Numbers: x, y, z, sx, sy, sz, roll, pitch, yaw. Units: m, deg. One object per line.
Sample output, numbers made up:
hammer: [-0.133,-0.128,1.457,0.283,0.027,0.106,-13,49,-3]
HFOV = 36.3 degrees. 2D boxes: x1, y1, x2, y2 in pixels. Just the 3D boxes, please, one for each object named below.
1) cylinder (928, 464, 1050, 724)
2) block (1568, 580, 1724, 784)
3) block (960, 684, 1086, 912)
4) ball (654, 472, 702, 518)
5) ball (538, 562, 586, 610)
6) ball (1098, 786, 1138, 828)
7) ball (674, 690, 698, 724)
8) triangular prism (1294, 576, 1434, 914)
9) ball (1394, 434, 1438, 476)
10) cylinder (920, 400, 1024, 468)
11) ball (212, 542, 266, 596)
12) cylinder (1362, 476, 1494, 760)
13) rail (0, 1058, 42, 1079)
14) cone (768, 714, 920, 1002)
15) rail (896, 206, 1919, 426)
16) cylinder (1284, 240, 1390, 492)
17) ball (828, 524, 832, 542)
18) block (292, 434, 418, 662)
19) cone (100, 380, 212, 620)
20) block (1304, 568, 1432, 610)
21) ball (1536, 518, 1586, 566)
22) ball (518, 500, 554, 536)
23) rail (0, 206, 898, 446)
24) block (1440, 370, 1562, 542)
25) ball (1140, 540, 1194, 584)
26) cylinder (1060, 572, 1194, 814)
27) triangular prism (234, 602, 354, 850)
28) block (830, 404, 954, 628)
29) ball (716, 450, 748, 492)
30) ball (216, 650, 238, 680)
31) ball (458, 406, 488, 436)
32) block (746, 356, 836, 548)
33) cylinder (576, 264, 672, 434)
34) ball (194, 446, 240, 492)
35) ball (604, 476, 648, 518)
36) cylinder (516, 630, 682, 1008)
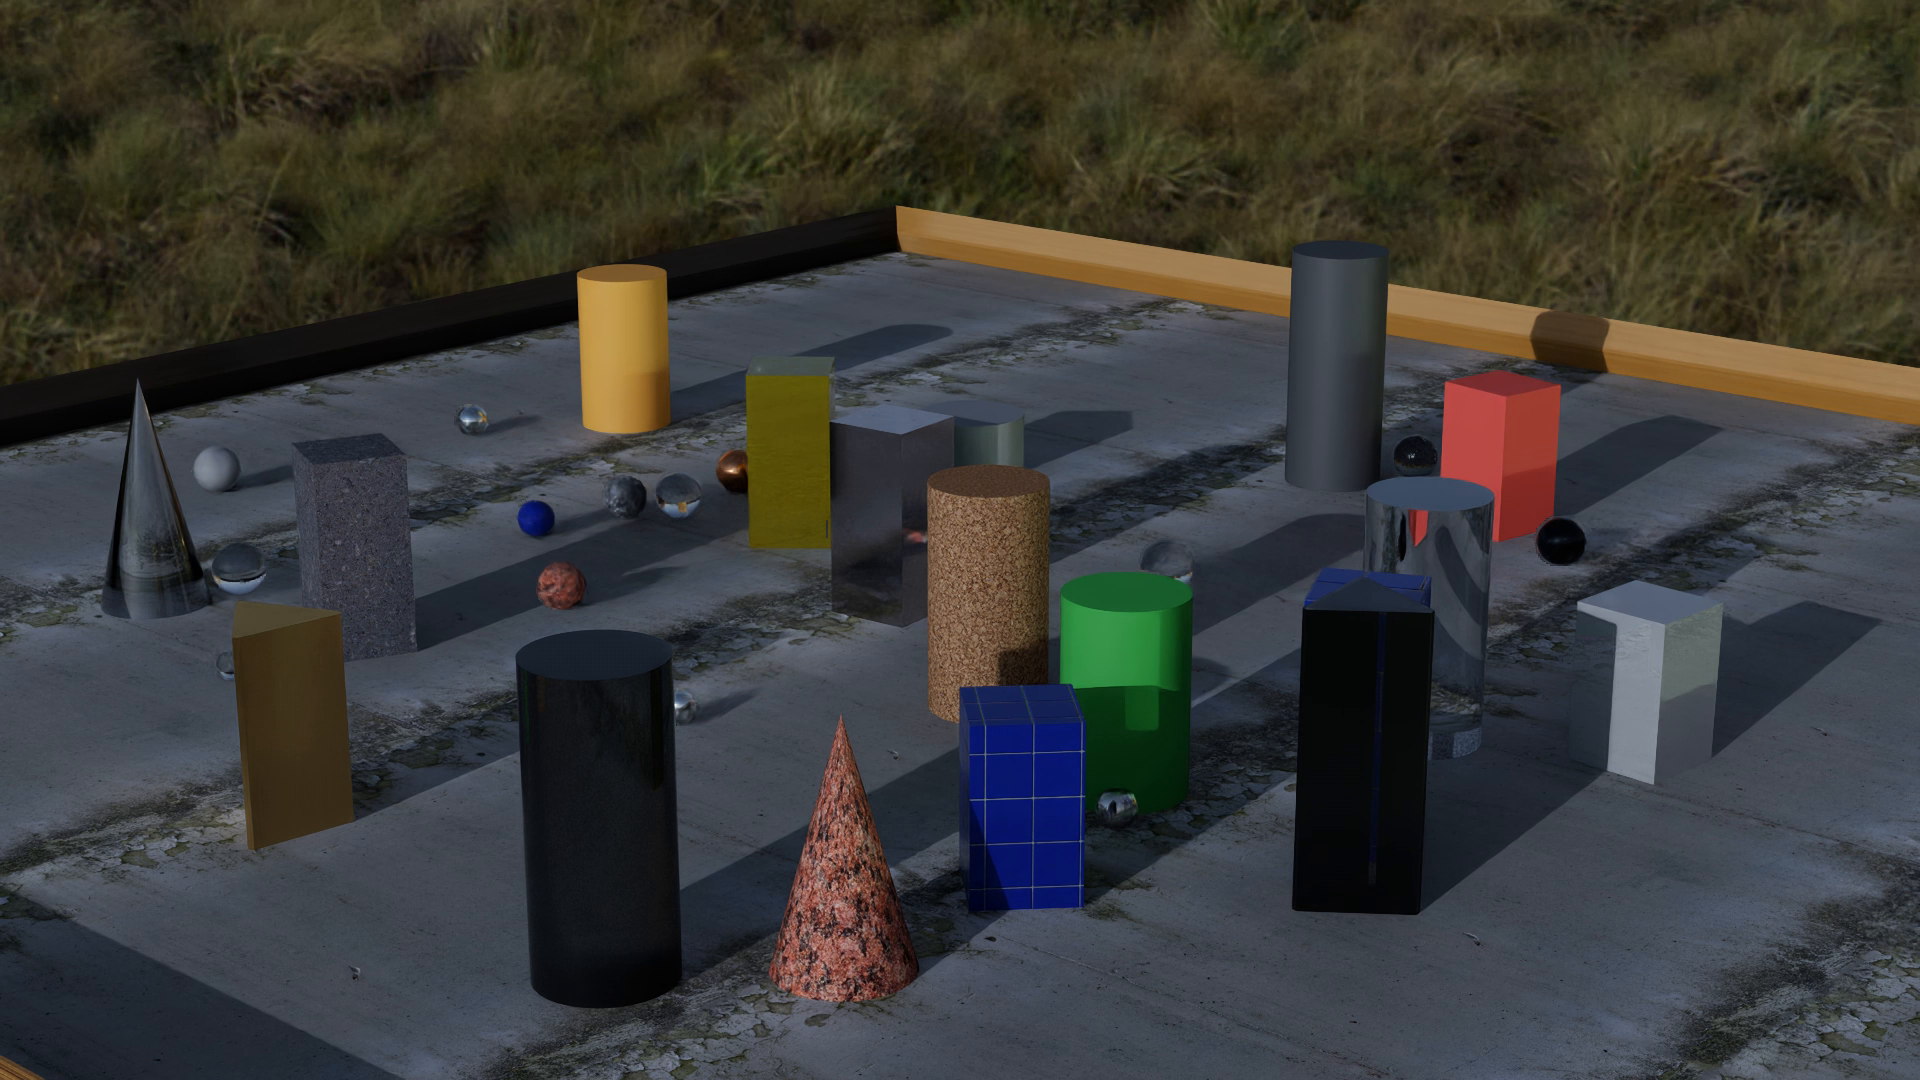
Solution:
cylinder: [0.044,0.084,4.531,0.188,0.364,0.188,0,17,0]
block: [1.010,0.208,4.326,0.150,0.245,0.150,-15,23,-41]
block: [0.081,0.338,3.872,0.150,0.257,0.150,-1,17,-5]
ball: [-0.535,-0.085,5.566,0.088,0.088,0.088,0,17,0]
ball: [-0.684,0.078,5.036,0.083,0.083,0.083,0,17,0]
ball: [0.220,0.374,4.100,0.058,0.058,0.058,0,17,0]
ball: [-0.428,0.257,4.496,0.052,0.052,0.052,0,17,0]
triangular prism: [0.522,0.267,3.837,0.163,0.415,0.141,1,17,4]
ball: [0.907,-0.165,5.828,0.089,0.089,0.089,0,17,0]
cylinder: [0.019,-0.083,5.206,0.188,0.293,0.188,0,17,0]
ball: [-1.256,0.050,5.110,0.092,0.092,0.092,0,17,0]
cylinder: [0.695,0.116,4.388,0.188,0.386,0.188,0,17,0]
rail: [-1.433,0.508,3.541,4.302,0.122,0.045,14,22,39]
cone: [-0.145,0.373,3.615,0.188,0.339,0.188,0,17,0]
rail: [1.433,-0.447,6.700,4.302,0.122,0.045,14,22,39]
cylinder: [0.741,-0.342,5.768,0.188,0.463,0.188,0,17,0]
ball: [-0.194,-0.019,5.340,0.092,0.092,0.092,0,17,0]
block: [-0.994,0.013,4.812,0.150,0.337,0.150,-8,19,-24]
cone: [-1.392,-0.084,5.021,0.188,0.401,0.188,0,17,0]
block: [0.557,0.236,4.042,0.150,0.356,0.150,5,17,16]
ball: [1.083,0.002,5.279,0.086,0.086,0.086,0,17,0]
ball: [-0.789,-0.041,5.453,0.069,0.069,0.069,0,17,0]
rail: [-1.606,-0.373,6.456,0.045,0.122,4.418,14,22,39]
block: [1.008,-0.159,5.484,0.150,0.277,0.150,-13,21,-36]
ball: [0.362,0.046,5.123,0.094,0.094,0.094,0,17,0]
cylinder: [0.237,0.217,4.198,0.188,0.301,0.188,0,17,0]
triangular prism: [-0.960,0.248,4.085,0.163,0.308,0.141,-15,22,-40]
block: [-0.115,-0.043,4.997,0.150,0.337,0.150,12,20,34]
ball: [-0.434,-0.136,5.738,0.085,0.085,0.085,0,17,0]
ball: [-1.165,0.201,4.690,0.048,0.048,0.048,0,17,0]
ball: [-1.022,-0.250,6.150,0.065,0.065,0.065,0,17,0]
block: [-0.310,-0.162,5.411,0.150,0.326,0.150,0,17,2]
cylinder: [-0.712,-0.407,6.223,0.188,0.324,0.188,0,17,0]
ball: [-1.454,-0.138,5.738,0.090,0.090,0.090,0,17,0]
ball: [-0.634,-0.081,5.566,0.081,0.081,0.081,0,17,0]
cylinder: [-0.440,0.339,3.585,0.188,0.422,0.188,0,17,0]
